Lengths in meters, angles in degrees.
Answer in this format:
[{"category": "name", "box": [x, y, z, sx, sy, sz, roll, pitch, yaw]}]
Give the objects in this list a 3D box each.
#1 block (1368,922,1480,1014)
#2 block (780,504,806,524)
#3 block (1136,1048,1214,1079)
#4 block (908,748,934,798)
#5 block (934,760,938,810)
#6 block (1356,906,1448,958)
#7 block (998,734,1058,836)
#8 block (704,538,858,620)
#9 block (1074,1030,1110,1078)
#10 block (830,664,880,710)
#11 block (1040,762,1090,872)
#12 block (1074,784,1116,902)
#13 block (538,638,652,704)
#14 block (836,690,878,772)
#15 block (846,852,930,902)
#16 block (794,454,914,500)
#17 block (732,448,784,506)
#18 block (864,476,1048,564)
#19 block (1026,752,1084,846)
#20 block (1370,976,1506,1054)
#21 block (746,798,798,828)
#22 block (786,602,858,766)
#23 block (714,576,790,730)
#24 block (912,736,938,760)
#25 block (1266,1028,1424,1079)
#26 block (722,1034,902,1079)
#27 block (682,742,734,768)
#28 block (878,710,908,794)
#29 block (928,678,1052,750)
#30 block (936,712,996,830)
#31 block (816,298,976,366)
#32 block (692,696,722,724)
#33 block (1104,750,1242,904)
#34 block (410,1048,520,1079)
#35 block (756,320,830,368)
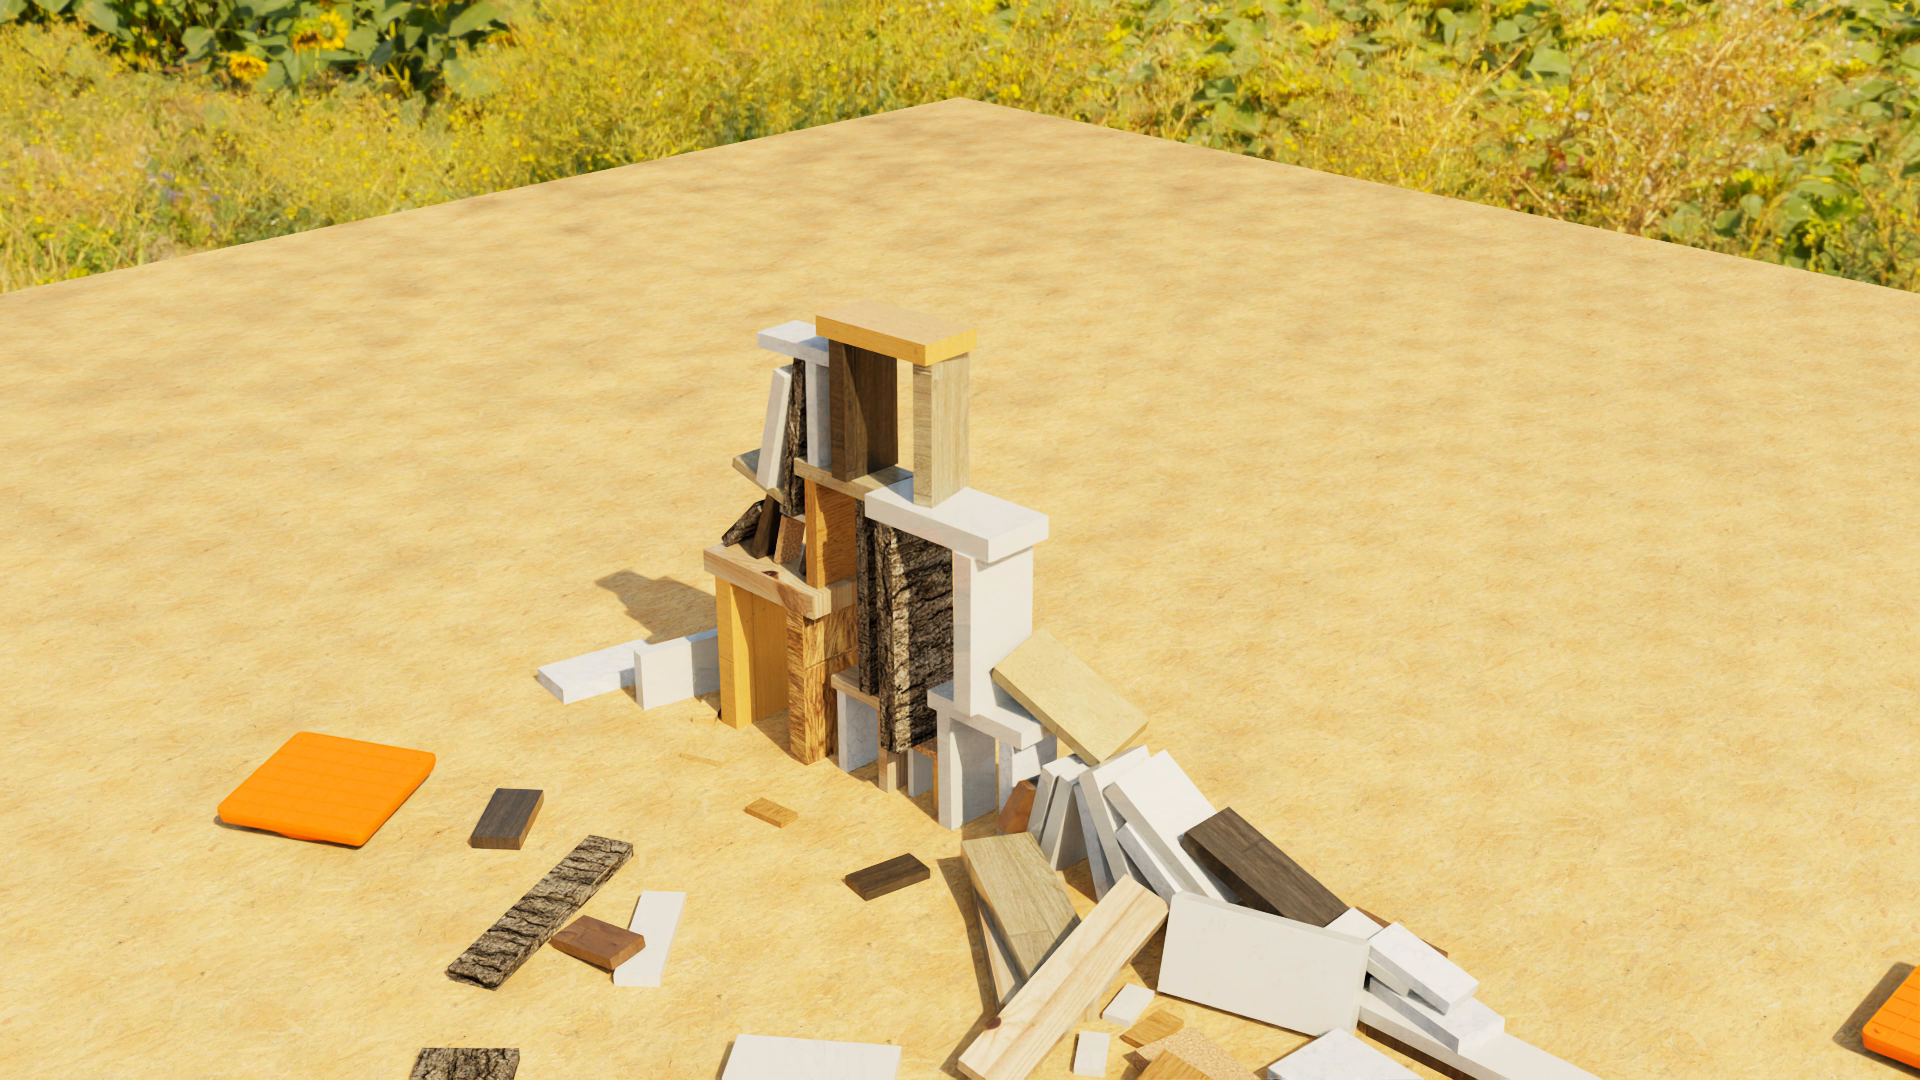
[{"category": "block", "box": [0.782, 0.725, 3.733, 0.089, 0.025, 0.178, -21, 44, -41]}, {"category": "block", "box": [-0.312, -0.057, 4.546, 0.059, 0.017, 0.118, -21, 32, -40]}, {"category": "block", "box": [0.379, 0.918, 3.485, 0.126, 0.036, 0.251, -44, 42, -22]}, {"category": "block", "box": [-0.081, 0.467, 4.516, 0.016, 0.112, 0.056, 21, 31, 41]}, {"category": "block", "box": [-0.028, 0.488, 4.467, 0.016, 0.112, 0.056, 21, 31, 41]}, {"category": "block", "box": [0.768, 0.737, 3.987, 0.103, 0.029, 0.206, -19, 30, -38]}, {"category": "block", "box": [0.133, 0.487, 4.286, 0.036, 0.255, 0.127, 20, 30, 40]}, {"category": "block", "box": [-0.361, 0.067, 4.640, 0.351, 0.050, 0.176, 21, 31, 41]}, {"category": "block", "box": [0.223, 0.865, 3.703, 0.051, 0.015, 0.103, 4, 23, 8]}, {"category": "block", "box": [-0.169, 0.306, 4.532, 0.093, 0.026, 0.185, -21, 31, -41]}, {"category": "block", "box": [0.219, 0.529, 4.206, 0.120, 0.240, 0.034, -21, 46, -40]}, {"category": "block", "box": [0.290, 0.557, 4.142, 0.120, 0.240, 0.034, -22, 14, -41]}, {"category": "block", "box": [-0.811, 0.298, 5.011, 0.267, 0.038, 0.134, -15, 27, -32]}, {"category": "block", "box": [-0.213, 0.386, 4.613, 0.026, 0.185, 0.093, 21, 31, 41]}, {"category": "block", "box": [-0.138, 0.645, 4.213, 0.147, 0.021, 0.073, -15, 27, -32]}, {"category": "block", "box": [-0.210, -0.132, 4.399, 0.236, 0.033, 0.118, 21, 31, 40]}, {"category": "block", "box": [-0.389, -0.134, 4.583, 0.083, 0.024, 0.167, -22, 47, -41]}, {"category": "block", "box": [-0.009, -0.046, 4.218, 0.330, 0.047, 0.165, 21, 30, 40]}, {"category": "block", "box": [0.193, 0.517, 4.235, 0.120, 0.240, 0.034, -18, 44, -36]}, {"category": "block", "box": [0.806, 0.788, 3.724, 0.106, 0.030, 0.212, -14, 27, -30]}, {"category": "block", "box": [-0.381, 0.551, 4.443, 0.099, 0.014, 0.049, 18, 29, 35]}, {"category": "block", "box": [-0.279, 0.284, 4.642, 0.050, 0.351, 0.175, 21, 31, 41]}, {"category": "block", "box": [-0.443, 0.220, 4.794, 0.050, 0.351, 0.175, 21, 31, 40]}, {"category": "block", "box": [-0.055, 0.418, 4.466, 0.112, 0.016, 0.056, 20, 30, 41]}, {"category": "block", "box": [0.681, 0.916, 3.538, 0.173, 0.049, 0.346, -18, 29, -36]}, {"category": "block", "box": [-0.244, 0.883, 3.629, 0.278, 0.039, 0.139, 3, 23, 7]}, {"category": "block", "box": [-0.536, 0.457, 4.667, 0.099, 0.014, 0.050, 10, 25, 23]}, {"category": "block", "box": [-0.125, 0.420, 4.532, 0.026, 0.185, 0.093, 21, 31, 41]}, {"category": "block", "box": [0.071, 0.329, 4.286, 0.255, 0.036, 0.127, 21, 31, 41]}, {"category": "block", "box": [0.014, 0.441, 4.395, 0.127, 0.255, 0.036, -21, 30, -41]}, {"category": "block", "box": [-0.123, -0.398, 4.195, 0.287, 0.041, 0.144, 19, 30, 38]}, {"category": "block", "box": [-0.553, 0.377, 4.855, 0.049, 0.014, 0.099, 4, 23, 8]}, {"category": "block", "box": [0.415, 0.538, 4.020, 0.151, 0.043, 0.301, -26, 70, -42]}, {"category": "block", "box": [-0.822, 0.879, 3.659, 0.164, 0.023, 0.082, 0, 23, 0]}, {"category": "block", "box": [-0.288, -0.389, 4.365, 0.218, 0.031, 0.109, 19, 29, 38]}]
